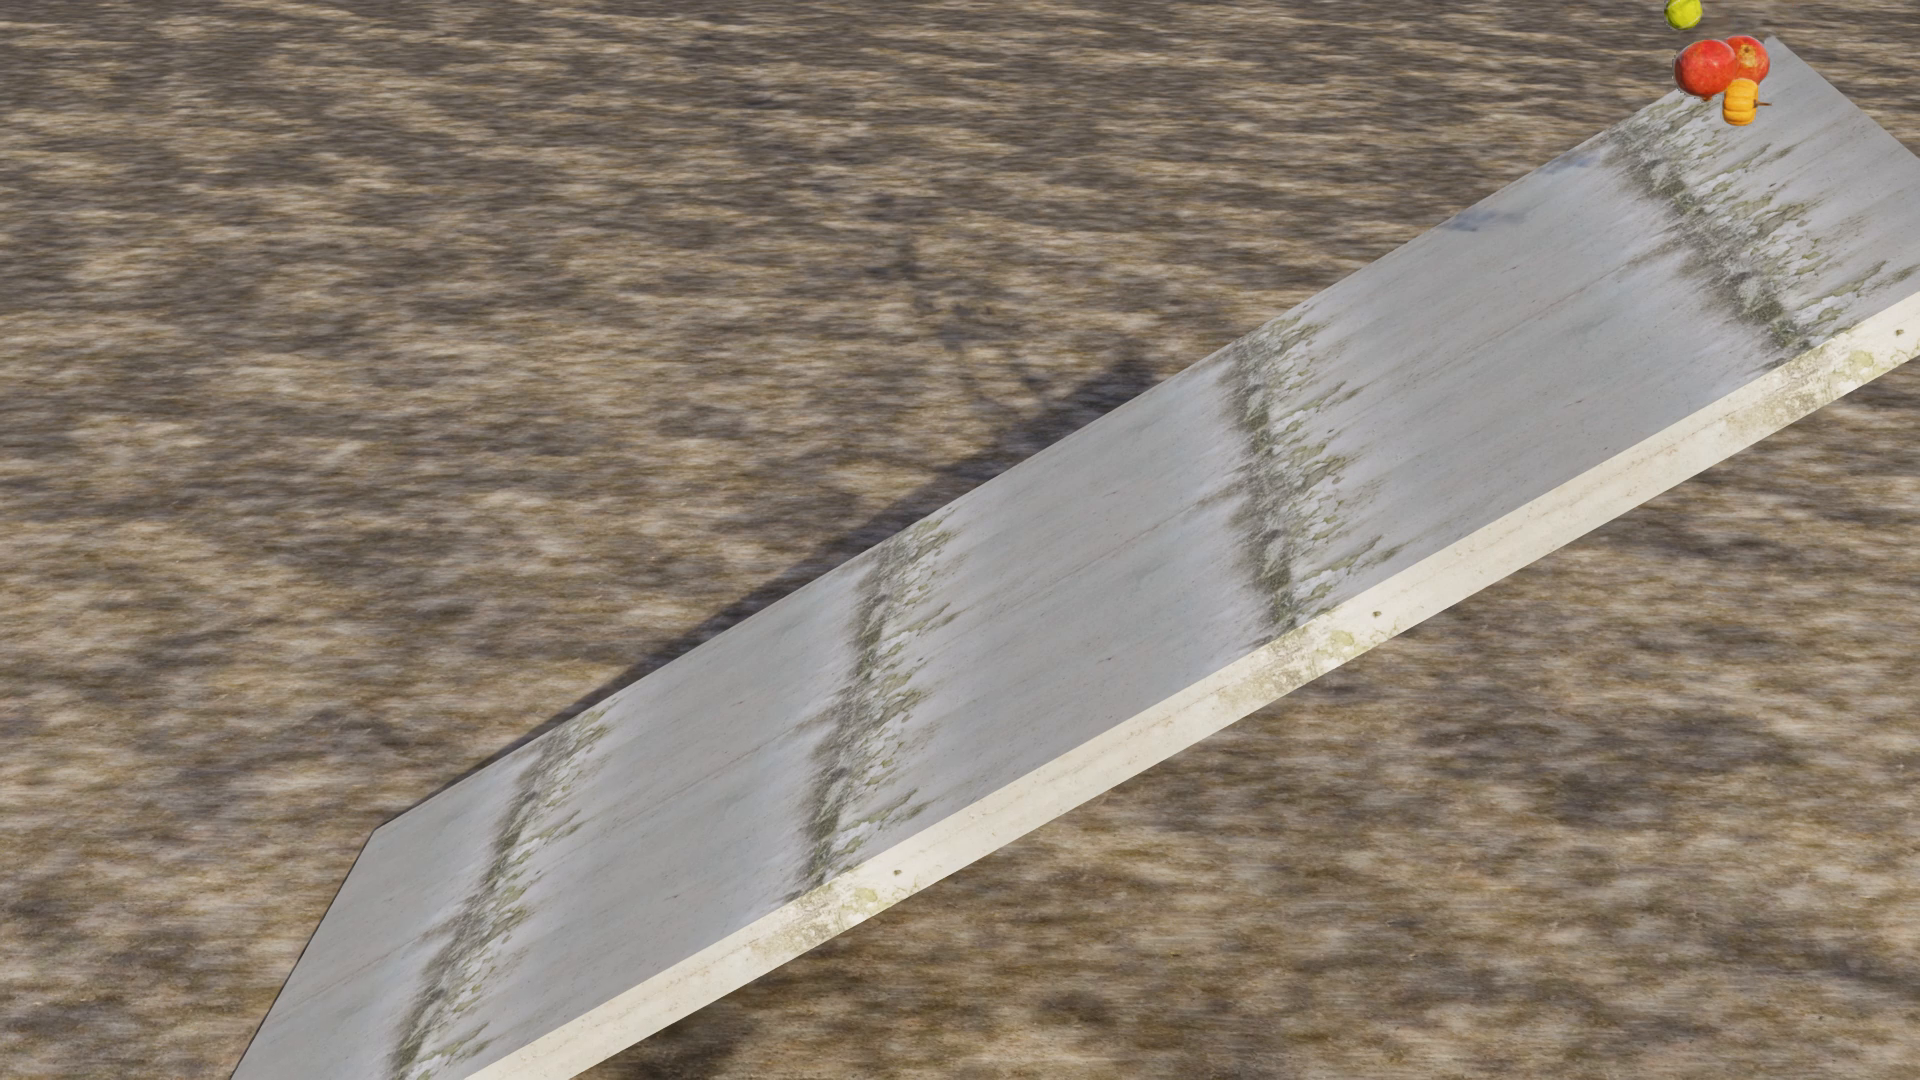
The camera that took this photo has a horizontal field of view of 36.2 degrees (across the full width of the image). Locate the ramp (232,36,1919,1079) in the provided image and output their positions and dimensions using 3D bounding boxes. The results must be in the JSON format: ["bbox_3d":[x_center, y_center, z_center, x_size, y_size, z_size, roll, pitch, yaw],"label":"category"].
[{"bbox_3d":[0.141,0.169,6.289,4.000,0.100,2.000,-29,15,13],"label":"ramp"}]
